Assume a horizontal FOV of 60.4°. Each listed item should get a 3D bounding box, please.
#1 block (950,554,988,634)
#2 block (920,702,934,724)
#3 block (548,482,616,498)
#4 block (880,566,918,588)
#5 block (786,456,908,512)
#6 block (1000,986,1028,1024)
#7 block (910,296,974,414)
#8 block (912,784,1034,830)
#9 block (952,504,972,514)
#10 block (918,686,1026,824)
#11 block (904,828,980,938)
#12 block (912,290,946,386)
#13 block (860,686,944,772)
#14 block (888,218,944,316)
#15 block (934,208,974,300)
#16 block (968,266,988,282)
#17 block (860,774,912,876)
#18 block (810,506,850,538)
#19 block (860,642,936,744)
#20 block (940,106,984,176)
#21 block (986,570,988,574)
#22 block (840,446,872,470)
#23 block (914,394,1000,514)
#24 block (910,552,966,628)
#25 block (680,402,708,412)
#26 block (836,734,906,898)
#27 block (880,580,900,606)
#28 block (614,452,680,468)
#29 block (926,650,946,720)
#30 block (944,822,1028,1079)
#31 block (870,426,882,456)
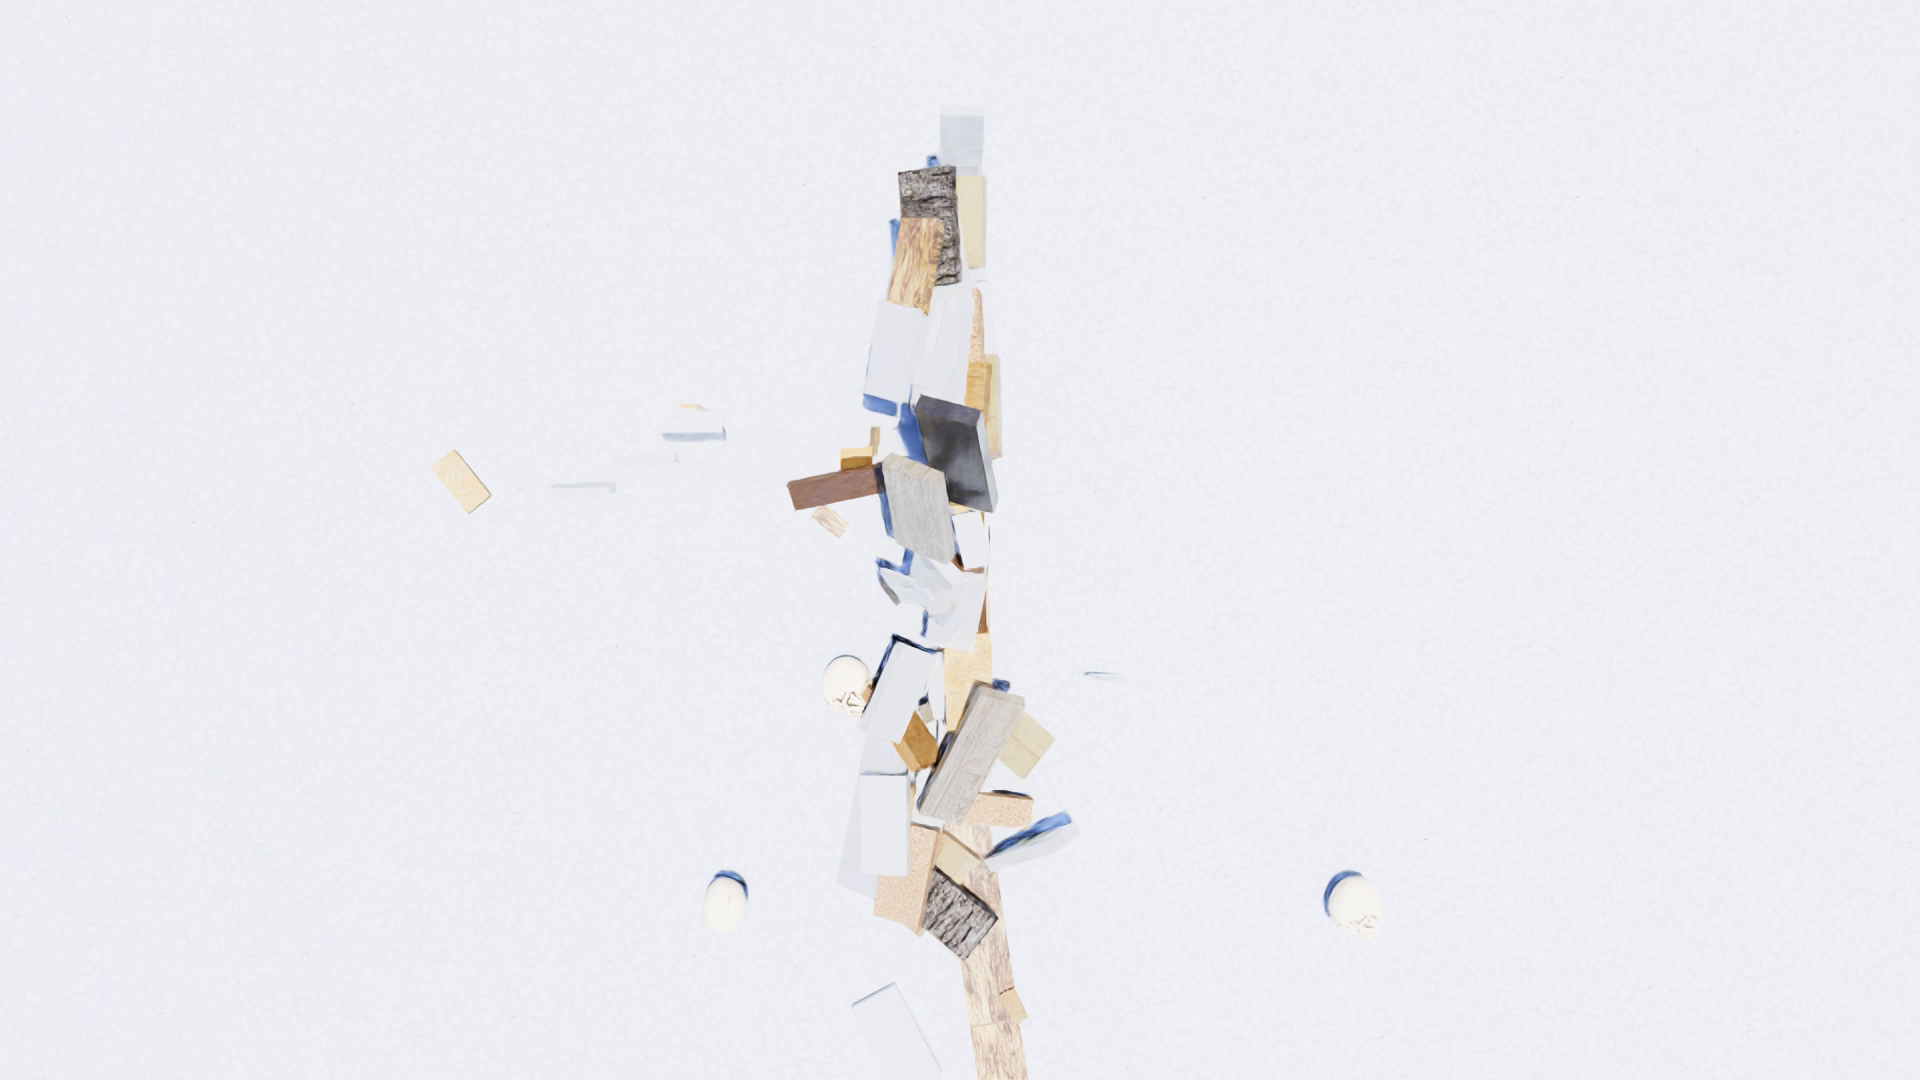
[{"bbox_3d":[0.006,0.171,5.137,0.155,0.044,0.311,1,135,5],"label":"block"},{"bbox_3d":[-0.067,0.541,5.314,0.122,0.017,0.061,-23,52,8],"label":"block"},{"bbox_3d":[-1.247,-0.166,5.449,0.198,0.099,0.028,0,103,0],"label":"block"},{"bbox_3d":[-0.173,0.116,4.750,0.113,0.057,0.016,19,62,30],"label":"block"},{"bbox_3d":[-0.359,-0.185,5.434,0.408,0.029,0.102,-12,125,4],"label":"block"},{"bbox_3d":[0.177,1.537,5.445,0.055,0.016,0.110,-26,90,0],"label":"block"},{"bbox_3d":[-0.050,-0.514,4.624,0.162,0.046,0.324,0,82,43],"label":"block"},{"bbox_3d":[0.021,0.876,5.425,0.434,0.029,0.103,6,103,0],"label":"block"},{"bbox_3d":[0.007,-0.089,4.808,0.049,0.014,0.145,-14,84,-2],"label":"block"},{"bbox_3d":[0.032,0.682,5.190,0.150,0.043,0.539,16,124,-15],"label":"block"},{"bbox_3d":[-0.095,1.129,5.441,0.165,0.047,0.330,37,98,8],"label":"block"},{"bbox_3d":[-0.126,-0.572,4.642,0.132,0.037,0.264,14,91,42],"label":"block"},{"bbox_3d":[-0.183,0.608,5.374,0.044,0.155,0.310,-44,70,26],"label":"block"},{"bbox_3d":[-0.126,-0.766,4.618,0.132,0.037,0.264,12,92,41],"label":"block"},{"bbox_3d":[-0.066,-0.823,4.733,0.162,0.046,0.324,-12,84,29],"label":"block"},{"bbox_3d":[0.008,-0.829,4.889,0.128,0.256,0.036,-8,122,2],"label":"block"},{"bbox_3d":[-0.240,0.922,5.339,0.158,0.045,0.317,-2,86,19],"label":"block"},{"bbox_3d":[-0.430,-0.065,5.490,0.122,0.017,0.061,37,87,0],"label":"block"},{"bbox_3d":[-0.196,0.484,5.229,0.150,0.043,0.301,25,88,-42],"label":"block"},{"bbox_3d":[0.002,-1.055,5.130,0.128,0.814,0.036,1,63,0],"label":"block"},{"bbox_3d":[0.036,0.110,5.168,0.099,0.049,0.014,-21,52,7],"label":"block"},{"bbox_3d":[-0.340,-0.263,5.393,0.102,0.203,0.029,-5,79,-5],"label":"block"},{"bbox_3d":[-0.002,-0.222,4.413,0.166,0.547,0.047,16,70,13],"label":"block"},{"bbox_3d":[-0.074,0.129,4.898,0.047,0.331,0.166,-36,75,-20],"label":"block"},{"bbox_3d":[-0.865,-0.431,5.370,0.050,0.238,0.014,3,91,0],"label":"block"},{"bbox_3d":[-0.284,0.896,5.432,0.158,0.045,0.528,11,90,40],"label":"block"},{"bbox_3d":[-0.207,0.157,4.905,0.016,0.113,0.057,-38,106,0],"label":"block"},{"bbox_3d":[-1.034,-0.264,5.450,0.198,0.099,0.028,-4,89,0],"label":"block"},{"bbox_3d":[-0.055,0.464,5.286,0.103,0.029,0.206,-18,75,11],"label":"block"},{"bbox_3d":[0.095,1.461,5.477,0.165,0.047,1.077,-9,90,0],"label":"block"},{"bbox_3d":[-0.284,-0.327,5.475,0.014,0.050,0.100,6,90,-27],"label":"block"}]
